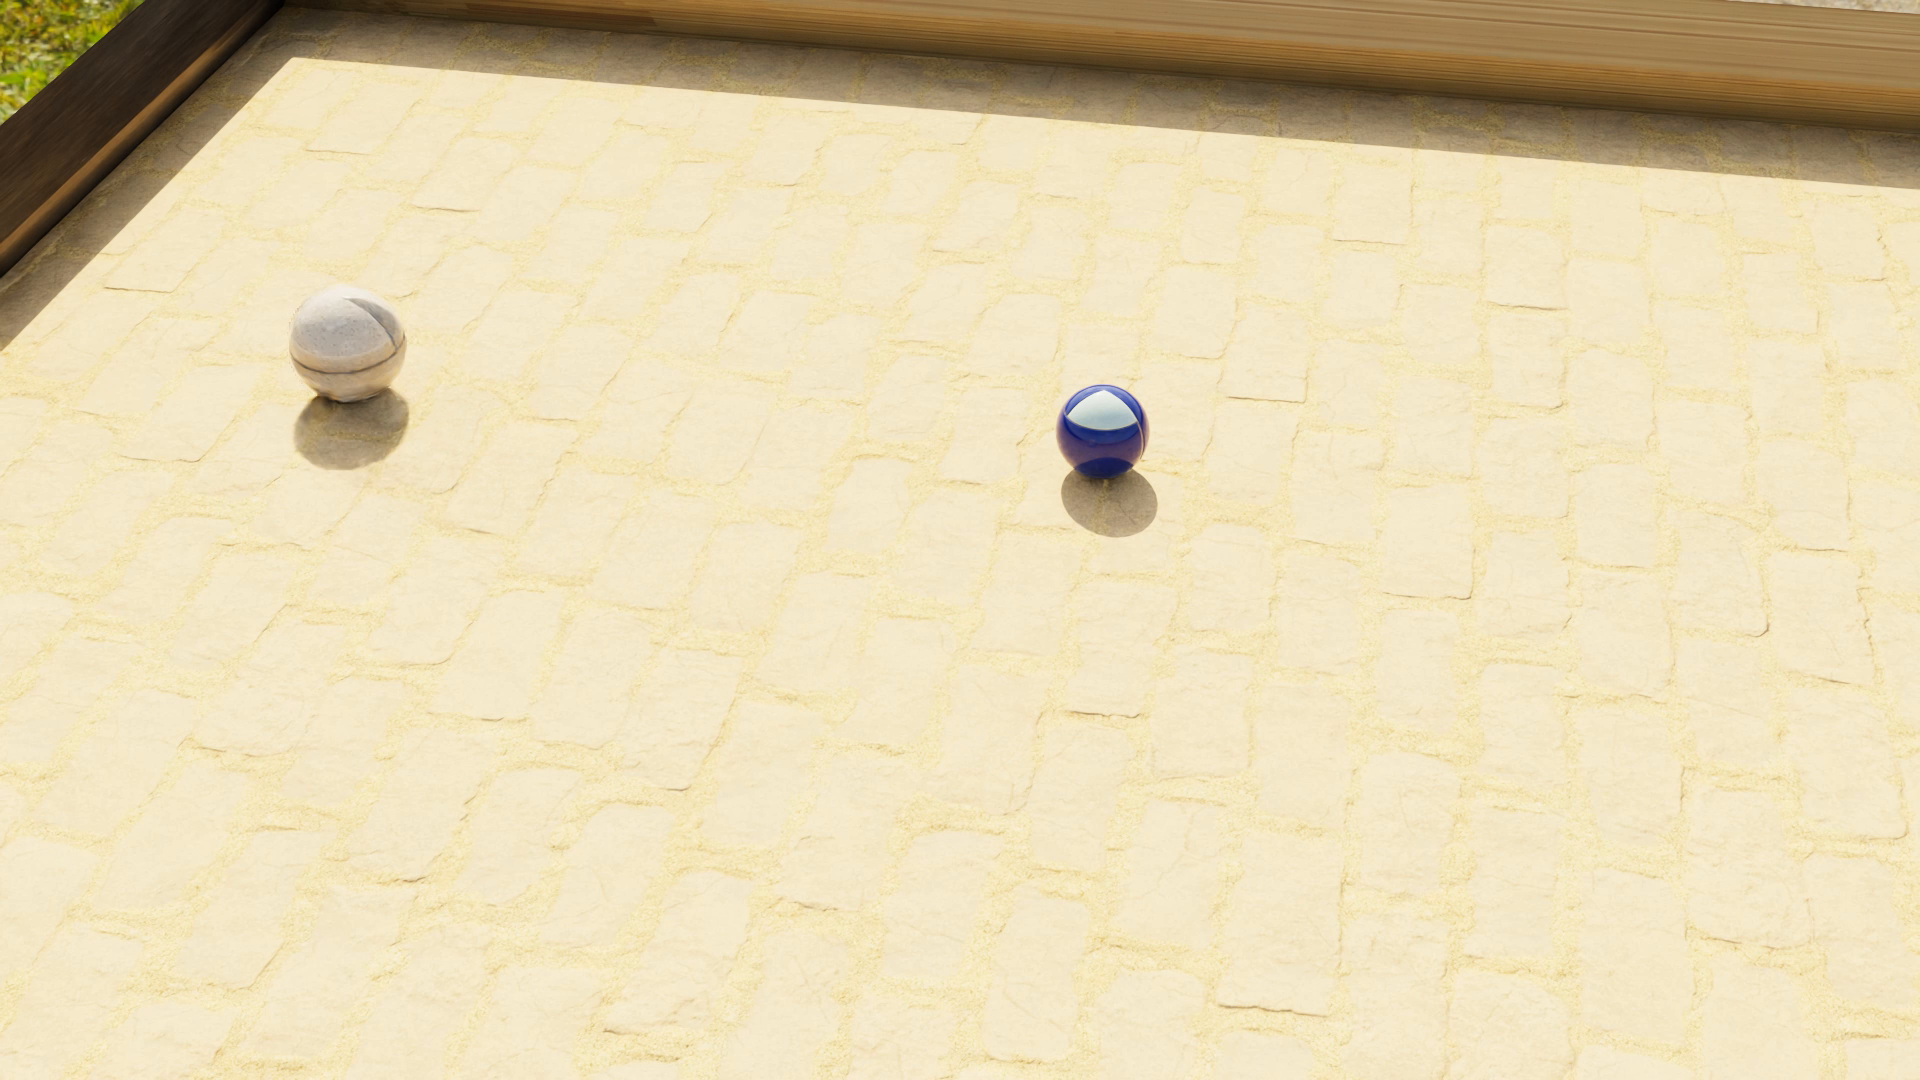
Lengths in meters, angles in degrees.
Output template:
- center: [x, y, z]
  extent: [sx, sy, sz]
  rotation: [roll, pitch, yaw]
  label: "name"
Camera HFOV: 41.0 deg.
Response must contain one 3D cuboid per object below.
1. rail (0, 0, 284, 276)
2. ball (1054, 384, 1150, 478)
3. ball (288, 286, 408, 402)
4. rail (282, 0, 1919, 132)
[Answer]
- center: [-0.894, -0.113, 2.006]
  extent: [0.045, 0.123, 1.876]
  rotation: [6, 35, 9]
  label: "rail"
- center: [0.112, -0.085, 2.010]
  extent: [0.075, 0.075, 0.075]
  rotation: [0, 34, 0]
  label: "ball"
- center: [-0.501, -0.160, 2.103]
  extent: [0.094, 0.094, 0.094]
  rotation: [0, 34, 0]
  label: "ball"
- center: [1.089, -0.425, 2.463]
  extent: [3.736, 0.123, 0.045]
  rotation: [6, 35, 9]
  label: "rail"
